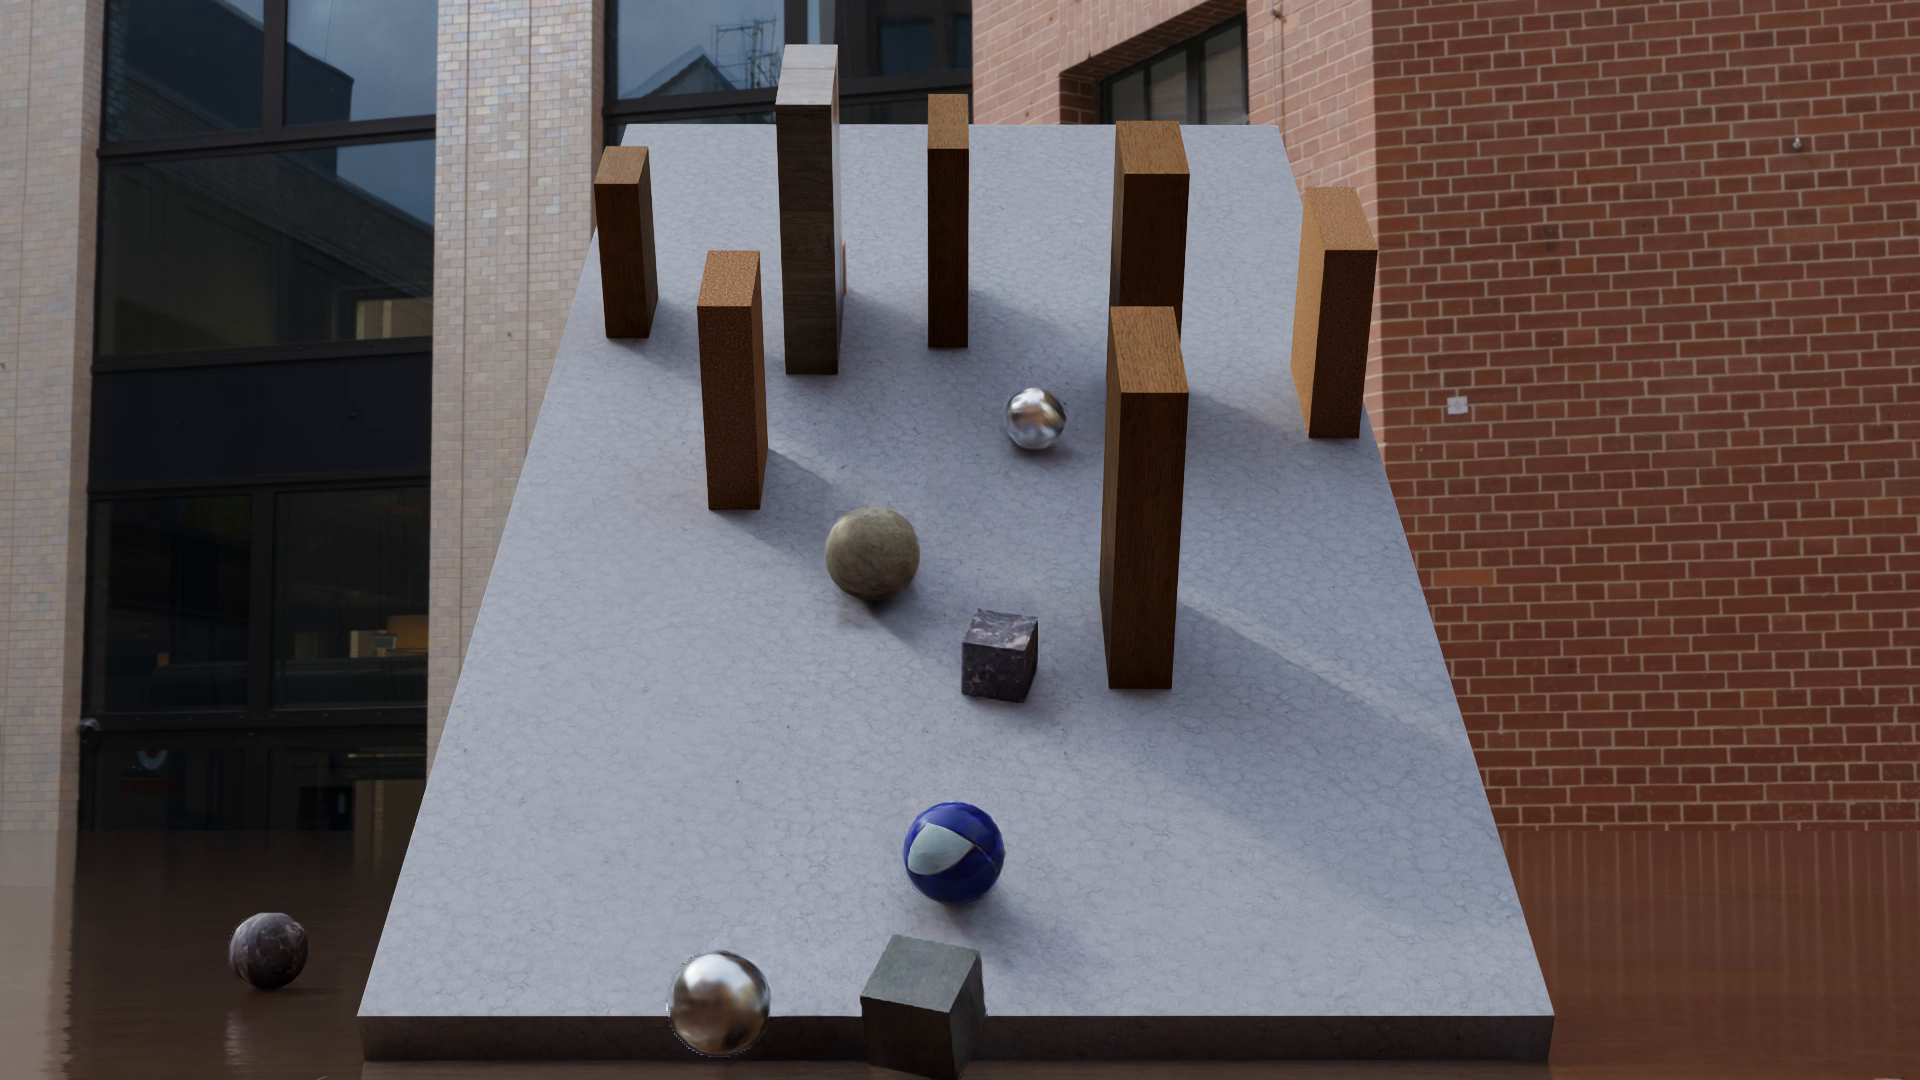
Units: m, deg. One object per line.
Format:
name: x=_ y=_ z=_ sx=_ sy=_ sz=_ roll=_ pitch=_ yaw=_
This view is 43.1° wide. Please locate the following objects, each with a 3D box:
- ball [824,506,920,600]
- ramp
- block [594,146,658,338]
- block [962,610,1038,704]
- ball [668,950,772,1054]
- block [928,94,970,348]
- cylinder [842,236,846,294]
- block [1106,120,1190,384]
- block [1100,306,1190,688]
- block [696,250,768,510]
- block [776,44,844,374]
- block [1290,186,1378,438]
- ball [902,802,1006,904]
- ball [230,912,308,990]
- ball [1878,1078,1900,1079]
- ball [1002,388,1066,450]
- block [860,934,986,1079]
ball: x=-0.185 y=0.028 z=5.133 sx=0.201 sy=0.201 sz=0.201 roll=0 pitch=-7 yaw=0
ramp: x=-0.014 y=-0.199 z=5.799 sx=2.000 sy=0.100 sz=4.000 roll=0 pitch=31 yaw=0
block: x=-0.850 y=-0.761 z=6.216 sx=0.109 sy=0.424 sz=0.245 roll=0 pitch=31 yaw=0
block: x=0.080 y=0.232 z=4.871 sx=0.125 sy=0.125 sz=0.125 roll=7 pitch=32 yaw=12
ball: x=-0.378 y=0.728 z=3.832 sx=0.161 sy=0.161 sz=0.161 roll=0 pitch=-7 yaw=0
block: x=-0.030 y=-0.814 z=6.200 sx=0.101 sy=0.538 sz=0.367 roll=0 pitch=31 yaw=0
cylinder: x=-0.374 y=-0.723 z=6.425 sx=0.146 sy=0.146 sz=0.146 roll=0 pitch=31 yaw=0
block: x=0.437 y=-0.609 z=5.731 sx=0.146 sy=0.676 sz=0.317 roll=0 pitch=31 yaw=0
block: x=0.362 y=-0.084 z=4.868 sx=0.126 sy=0.670 sz=0.369 roll=0 pitch=31 yaw=0
block: x=-0.508 y=-0.360 z=5.476 sx=0.116 sy=0.506 sz=0.288 roll=0 pitch=31 yaw=0
block: x=-0.369 y=-0.820 z=6.043 sx=0.130 sy=0.708 sz=0.408 roll=0 pitch=31 yaw=0
block: x=0.888 y=-0.545 z=5.811 sx=0.120 sy=0.486 sz=0.363 roll=0 pitch=31 yaw=0
ball: x=-0.011 y=0.551 z=4.289 sx=0.181 sy=0.181 sz=0.181 roll=0 pitch=-7 yaw=0
ball: x=-1.677 y=0.996 z=5.909 sx=0.186 sy=0.186 sz=0.186 roll=0 pitch=-7 yaw=0
ball: x=1.034 y=0.656 z=2.697 sx=0.117 sy=0.117 sz=0.117 roll=0 pitch=-7 yaw=0
ball: x=0.174 y=-0.284 z=5.703 sx=0.146 sy=0.146 sz=0.146 roll=0 pitch=-7 yaw=0
block: x=-0.056 y=0.729 z=3.793 sx=0.145 sy=0.145 sz=0.145 roll=7 pitch=34 yaw=18
